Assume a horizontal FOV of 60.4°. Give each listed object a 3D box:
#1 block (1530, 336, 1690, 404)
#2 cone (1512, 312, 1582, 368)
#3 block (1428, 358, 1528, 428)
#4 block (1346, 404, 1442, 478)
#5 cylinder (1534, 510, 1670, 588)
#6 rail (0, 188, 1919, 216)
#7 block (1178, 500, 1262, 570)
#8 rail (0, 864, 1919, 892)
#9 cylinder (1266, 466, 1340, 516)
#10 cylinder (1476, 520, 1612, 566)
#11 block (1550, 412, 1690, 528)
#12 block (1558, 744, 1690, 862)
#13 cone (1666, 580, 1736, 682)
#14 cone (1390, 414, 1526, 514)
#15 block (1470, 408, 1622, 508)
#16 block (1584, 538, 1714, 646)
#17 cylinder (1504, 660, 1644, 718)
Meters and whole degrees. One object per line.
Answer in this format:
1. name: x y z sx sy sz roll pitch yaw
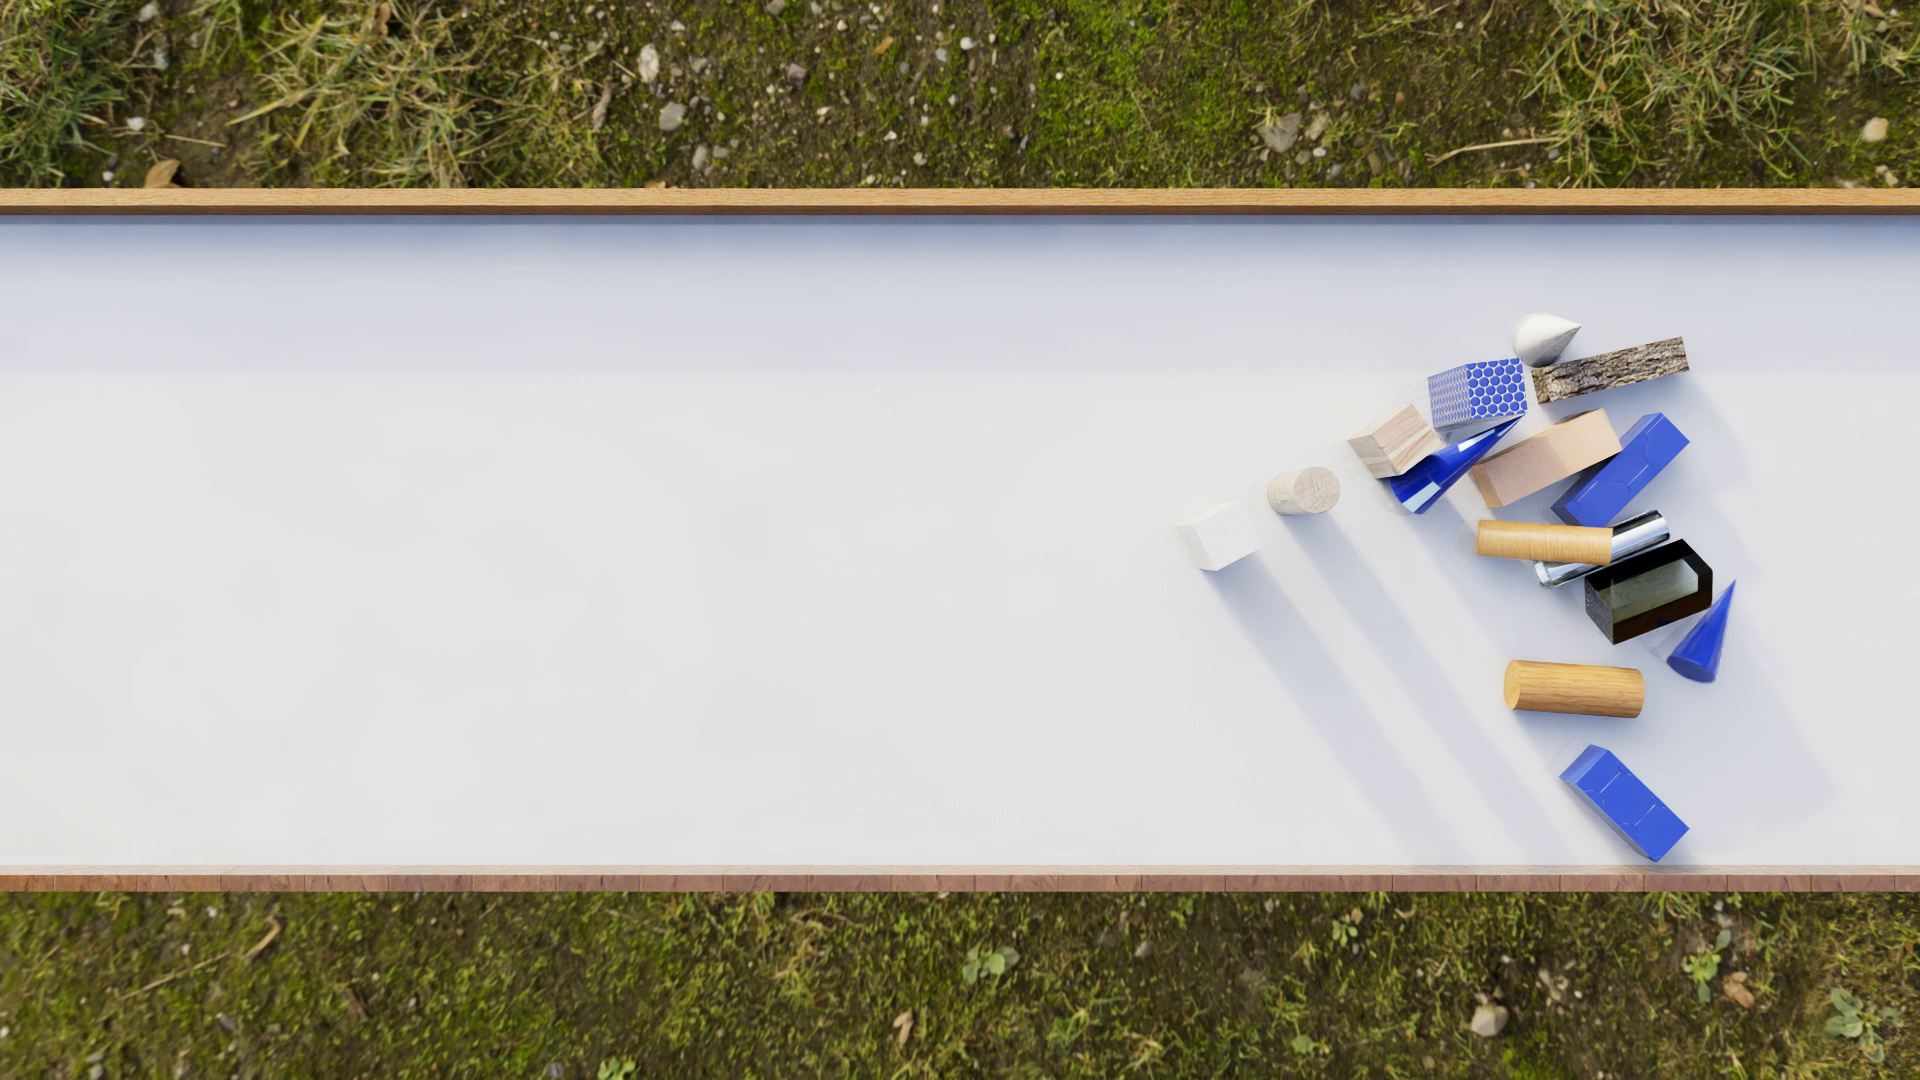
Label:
1. block: 1.978 -0.516 5.023 0.429 0.106 0.106 -13 90 0
2. cone: 1.783 -0.616 4.901 0.172 0.351 0.172 0 90 0
3. block: 1.527 -0.431 4.883 0.159 0.387 0.159 -7 90 0
4. block: 1.293 -0.292 4.924 0.147 0.304 0.147 -37 90 0
5. cylinder: 1.954 0.028 5.024 0.384 0.106 0.106 -22 90 0
6. rail: -2.247 -1.025 5.002 12.000 0.150 0.050 0 90 0
7. block: 0.767 -0.012 4.898 0.149 0.356 0.149 -27 90 0
8. rail: -2.247 1.025 5.001 12.000 0.150 0.050 0 90 0
9. cylinder: 1.010 -0.142 4.873 0.133 0.407 0.133 0 90 0
10. cylinder: 1.754 0.007 4.957 0.378 0.111 0.111 5 90 21
11. block: 2.004 -0.197 5.014 0.406 0.126 0.126 -45 90 0
12. block: 2.013 0.797 5.005 0.339 0.142 0.142 44 90 0
13. cone: 2.302 0.256 5.041 0.146 0.146 0.334 32 78 0
14. cone: 1.494 -0.256 4.869 0.163 0.163 0.447 50 131 0
15. block: 1.775 -0.248 5.006 0.397 0.141 0.141 -25 90 0
16. block: 2.071 0.156 4.965 0.319 0.158 0.158 -21 130 0
17. cylinder: 1.860 0.452 5.001 0.372 0.151 0.151 4 90 0
